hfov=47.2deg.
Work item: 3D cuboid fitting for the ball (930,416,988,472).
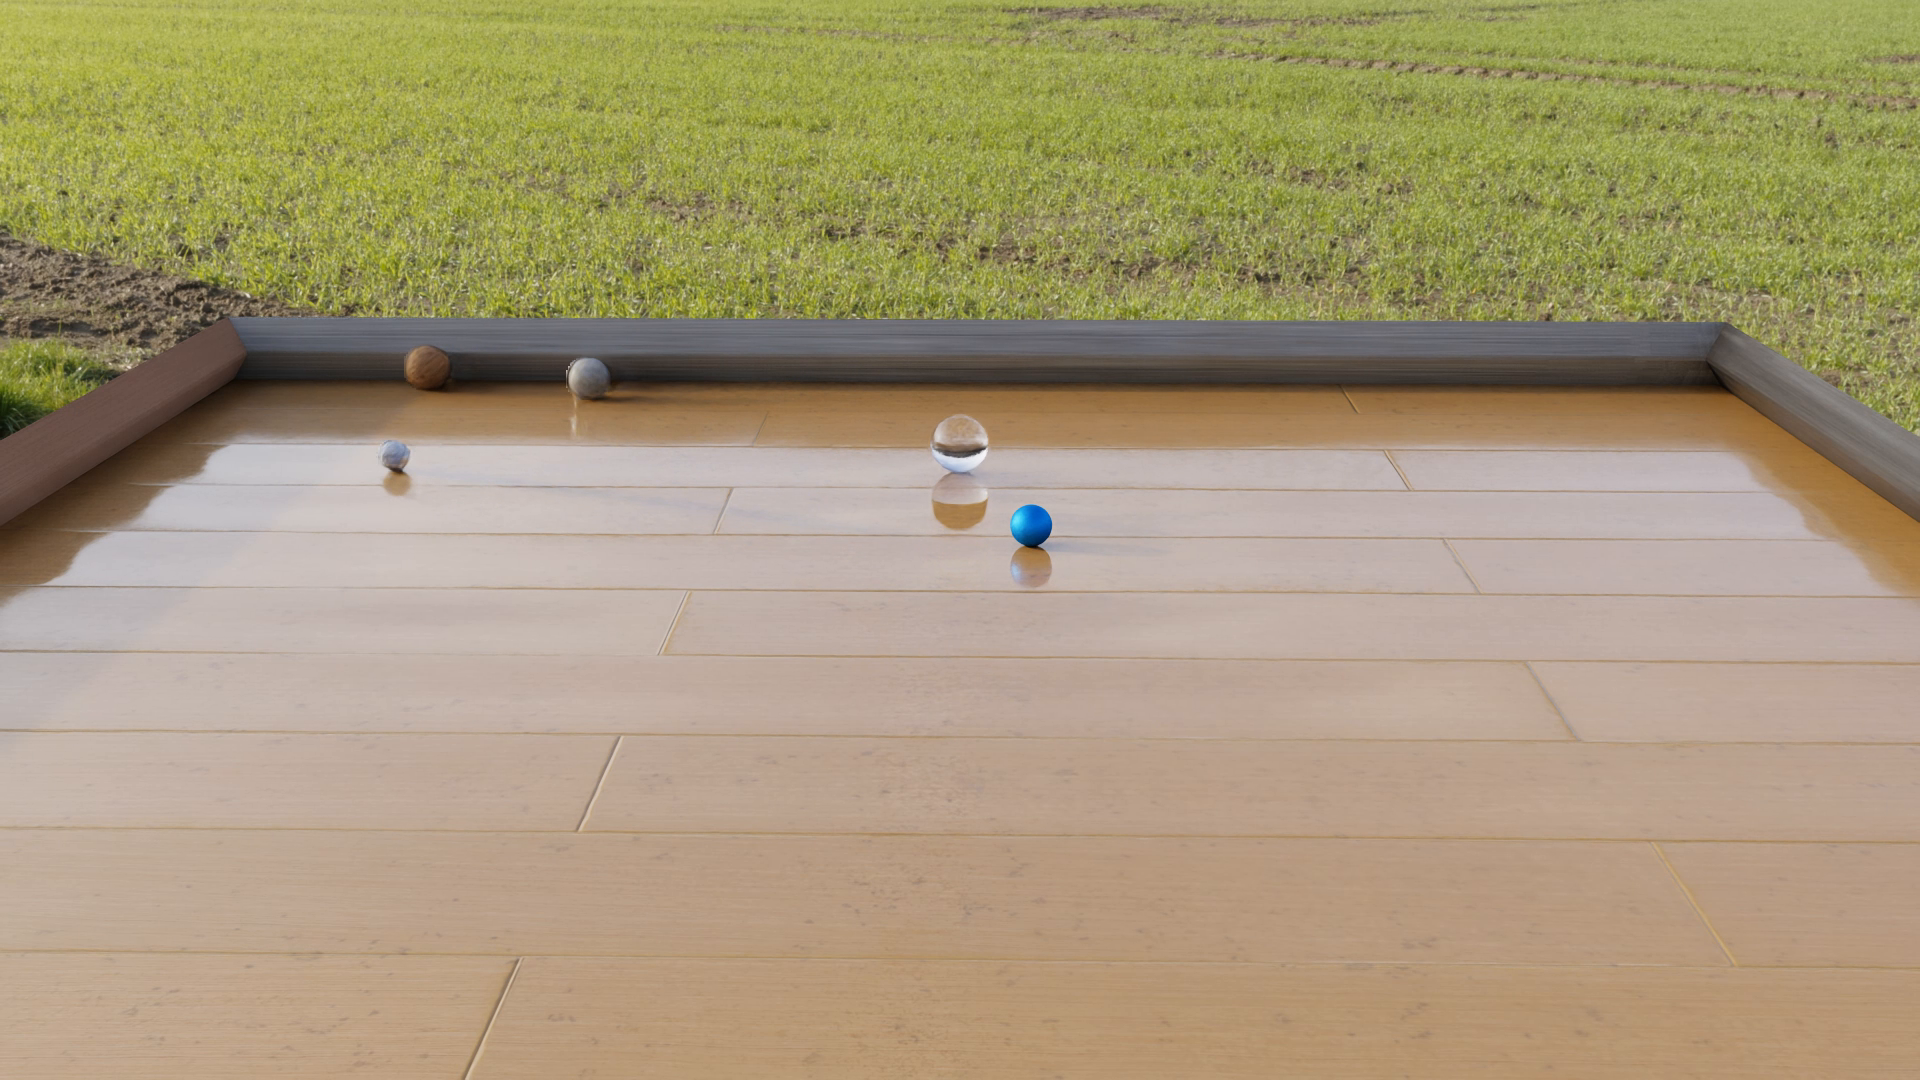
[{"bbox_3d":[-0.001,-0.146,3.338,0.087,0.087,0.087,0,16,0],"label":"ball"}]

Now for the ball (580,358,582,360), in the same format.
[{"bbox_3d":[-0.664,-0.298,3.915,0.054,0.054,0.054,0,16,0],"label":"ball"}]

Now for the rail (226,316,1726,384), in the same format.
[{"bbox_3d":[0.022,-0.334,3.927,2.684,0.113,0.045,0,16,1],"label":"rail"}]

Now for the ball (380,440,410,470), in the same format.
[{"bbox_3d":[-0.861,-0.128,3.352,0.046,0.046,0.046,0,16,0],"label":"ball"}]

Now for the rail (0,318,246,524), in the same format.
[{"bbox_3d":[-1.340,0.286,1.822,0.045,0.113,4.490,0,16,1],"label":"rail"}]

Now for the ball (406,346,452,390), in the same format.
[{"bbox_3d":[-0.941,-0.305,3.894,0.079,0.079,0.079,0,16,0],"label":"ball"}]

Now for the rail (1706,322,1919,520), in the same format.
[{"bbox_3d":[1.296,0.301,1.772,0.045,0.113,4.490,0,16,1],"label":"rail"}]

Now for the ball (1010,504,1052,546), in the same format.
[{"bbox_3d":[0.096,-0.020,2.963,0.057,0.057,0.057,0,16,0],"label":"ball"}]

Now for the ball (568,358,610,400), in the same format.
[{"bbox_3d":[-0.644,-0.280,3.820,0.073,0.073,0.073,0,16,0],"label":"ball"}]
